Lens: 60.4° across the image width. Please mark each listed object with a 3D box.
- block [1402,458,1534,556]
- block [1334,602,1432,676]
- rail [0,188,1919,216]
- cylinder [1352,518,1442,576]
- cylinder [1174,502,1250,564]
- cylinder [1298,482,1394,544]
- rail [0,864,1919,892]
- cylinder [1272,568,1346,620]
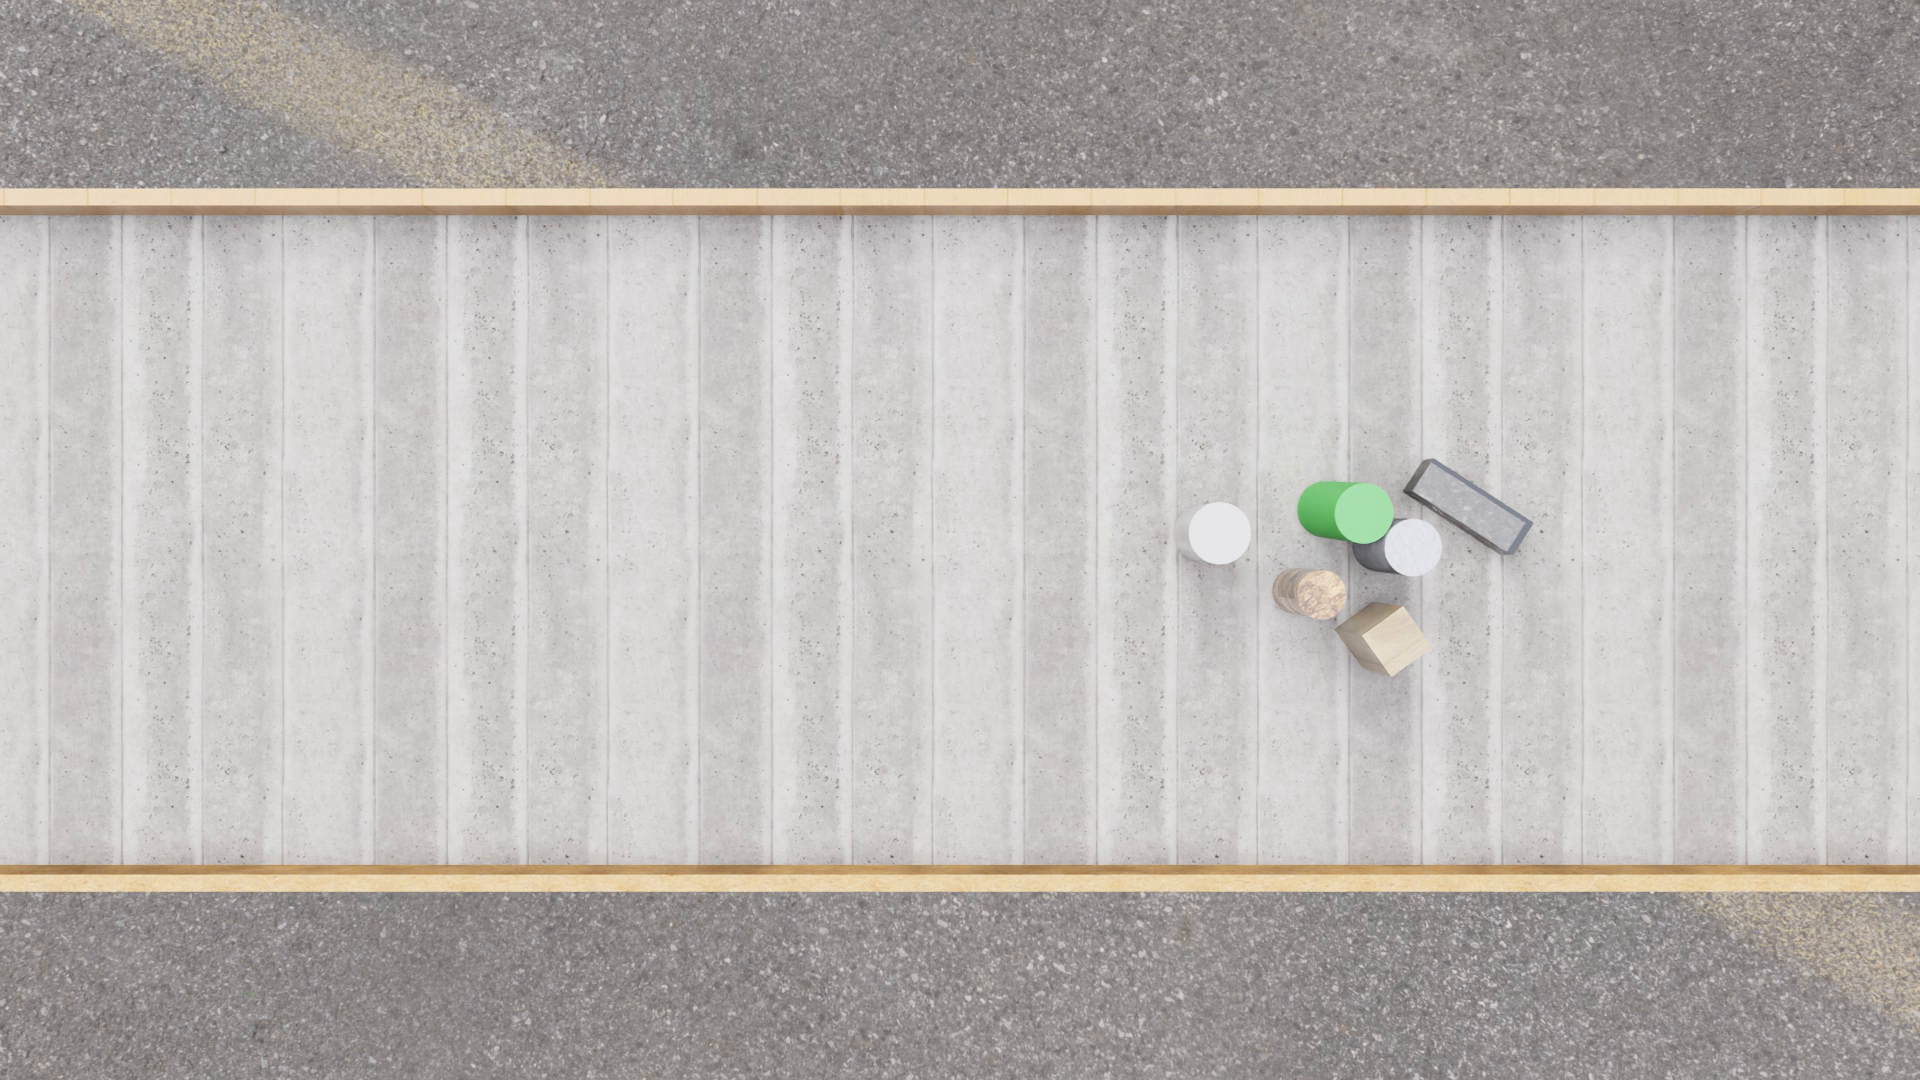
[{"bbox_3d":[1.544,-0.100,5.018,0.359,0.117,0.117,33,90,0],"label":"block"},{"bbox_3d":[1.254,0.291,4.902,0.145,0.349,0.145,-36,90,0],"label":"block"},{"bbox_3d":[-2.247,-1.025,5.002,12.000,0.150,0.050,0,90,0],"label":"rail"},{"bbox_3d":[1.292,0.018,4.896,0.165,0.356,0.165,0,91,-1],"label":"cylinder"},{"bbox_3d":[0.746,-0.020,4.905,0.179,0.343,0.179,0,90,0],"label":"cylinder"},{"bbox_3d":[1.139,-0.085,4.895,0.174,0.346,0.174,0,93,-6],"label":"cylinder"},{"bbox_3d":[-2.247,1.025,5.001,12.000,0.150,0.050,0,90,0],"label":"rail"},{"bbox_3d":[1.031,0.156,4.890,0.140,0.374,0.140,0,90,0],"label":"cylinder"}]
